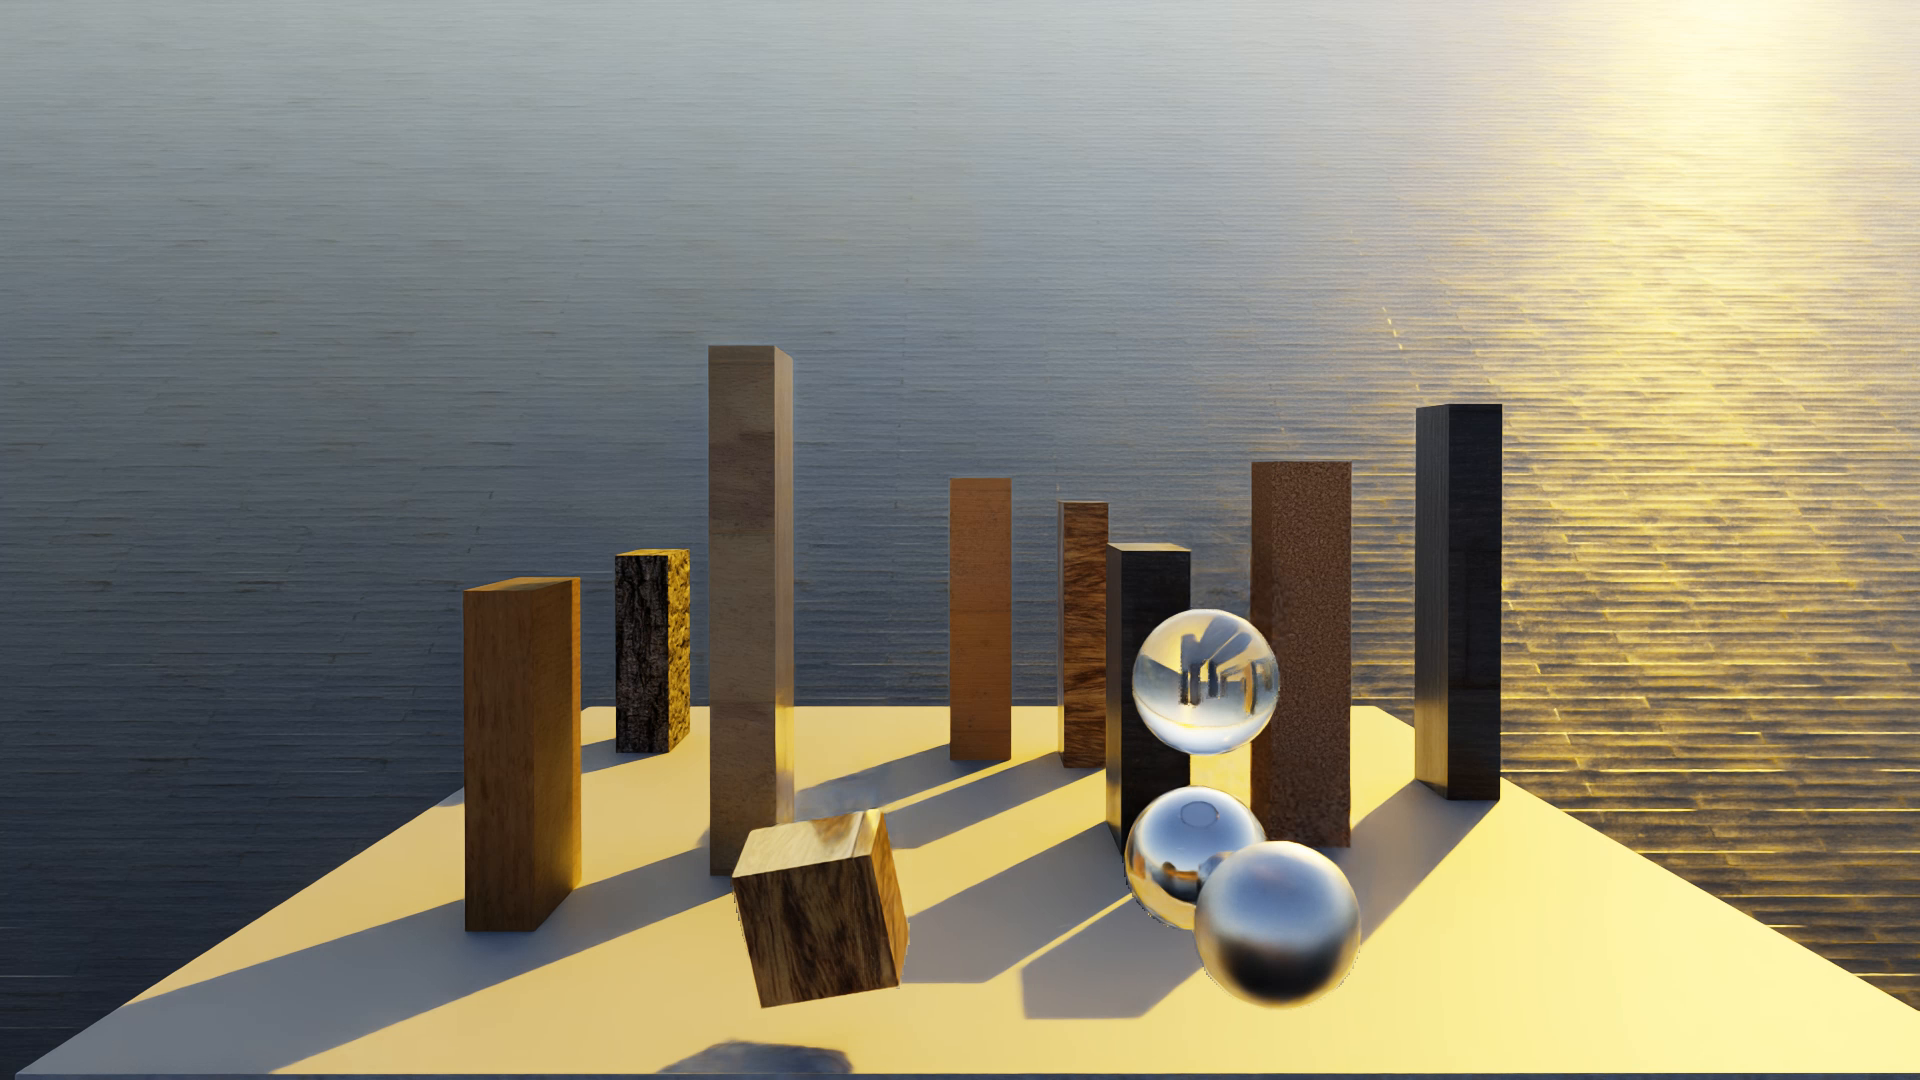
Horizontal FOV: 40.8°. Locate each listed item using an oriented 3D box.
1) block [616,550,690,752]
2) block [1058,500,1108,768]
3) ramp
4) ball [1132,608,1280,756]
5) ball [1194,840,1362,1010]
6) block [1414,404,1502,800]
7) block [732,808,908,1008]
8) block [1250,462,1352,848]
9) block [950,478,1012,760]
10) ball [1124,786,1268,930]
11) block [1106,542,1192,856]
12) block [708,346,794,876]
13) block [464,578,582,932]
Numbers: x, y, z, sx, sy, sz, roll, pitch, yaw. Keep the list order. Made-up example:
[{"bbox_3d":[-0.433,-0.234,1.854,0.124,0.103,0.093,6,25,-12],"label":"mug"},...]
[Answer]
[{"bbox_3d":[-0.676,0.237,5.698,0.113,0.420,0.434,0,2,0],"label":"block"},{"bbox_3d":[0.254,0.188,5.364,0.089,0.535,0.331,0,2,0],"label":"block"},{"bbox_3d":[0.058,0.527,4.564,2.000,0.100,4.000,0,2,0],"label":"ramp"},{"bbox_3d":[0.248,0.143,2.601,0.149,0.149,0.149,0,26,0],"label":"ball"},{"bbox_3d":[0.313,0.379,2.542,0.164,0.164,0.164,0,26,0],"label":"ball"},{"bbox_3d":[0.934,0.109,4.848,0.096,0.720,0.339,0,2,0],"label":"block"},{"bbox_3d":[-0.147,0.393,2.762,0.148,0.148,0.148,-10,12,5],"label":"block"},{"bbox_3d":[0.557,0.179,4.235,0.126,0.614,0.282,0,2,0],"label":"block"},{"bbox_3d":[0.043,0.160,5.516,0.127,0.584,0.345,0,2,0],"label":"block"},{"bbox_3d":[0.246,0.329,2.674,0.150,0.150,0.150,0,26,0],"label":"ball"},{"bbox_3d":[0.304,0.248,4.212,0.108,0.475,0.417,0,2,0],"label":"block"},{"bbox_3d":[-0.322,0.100,4.022,0.097,0.784,0.425,0,2,0],"label":"block"},{"bbox_3d":[-0.599,0.282,3.559,0.091,0.444,0.418,0,2,0],"label":"block"}]
